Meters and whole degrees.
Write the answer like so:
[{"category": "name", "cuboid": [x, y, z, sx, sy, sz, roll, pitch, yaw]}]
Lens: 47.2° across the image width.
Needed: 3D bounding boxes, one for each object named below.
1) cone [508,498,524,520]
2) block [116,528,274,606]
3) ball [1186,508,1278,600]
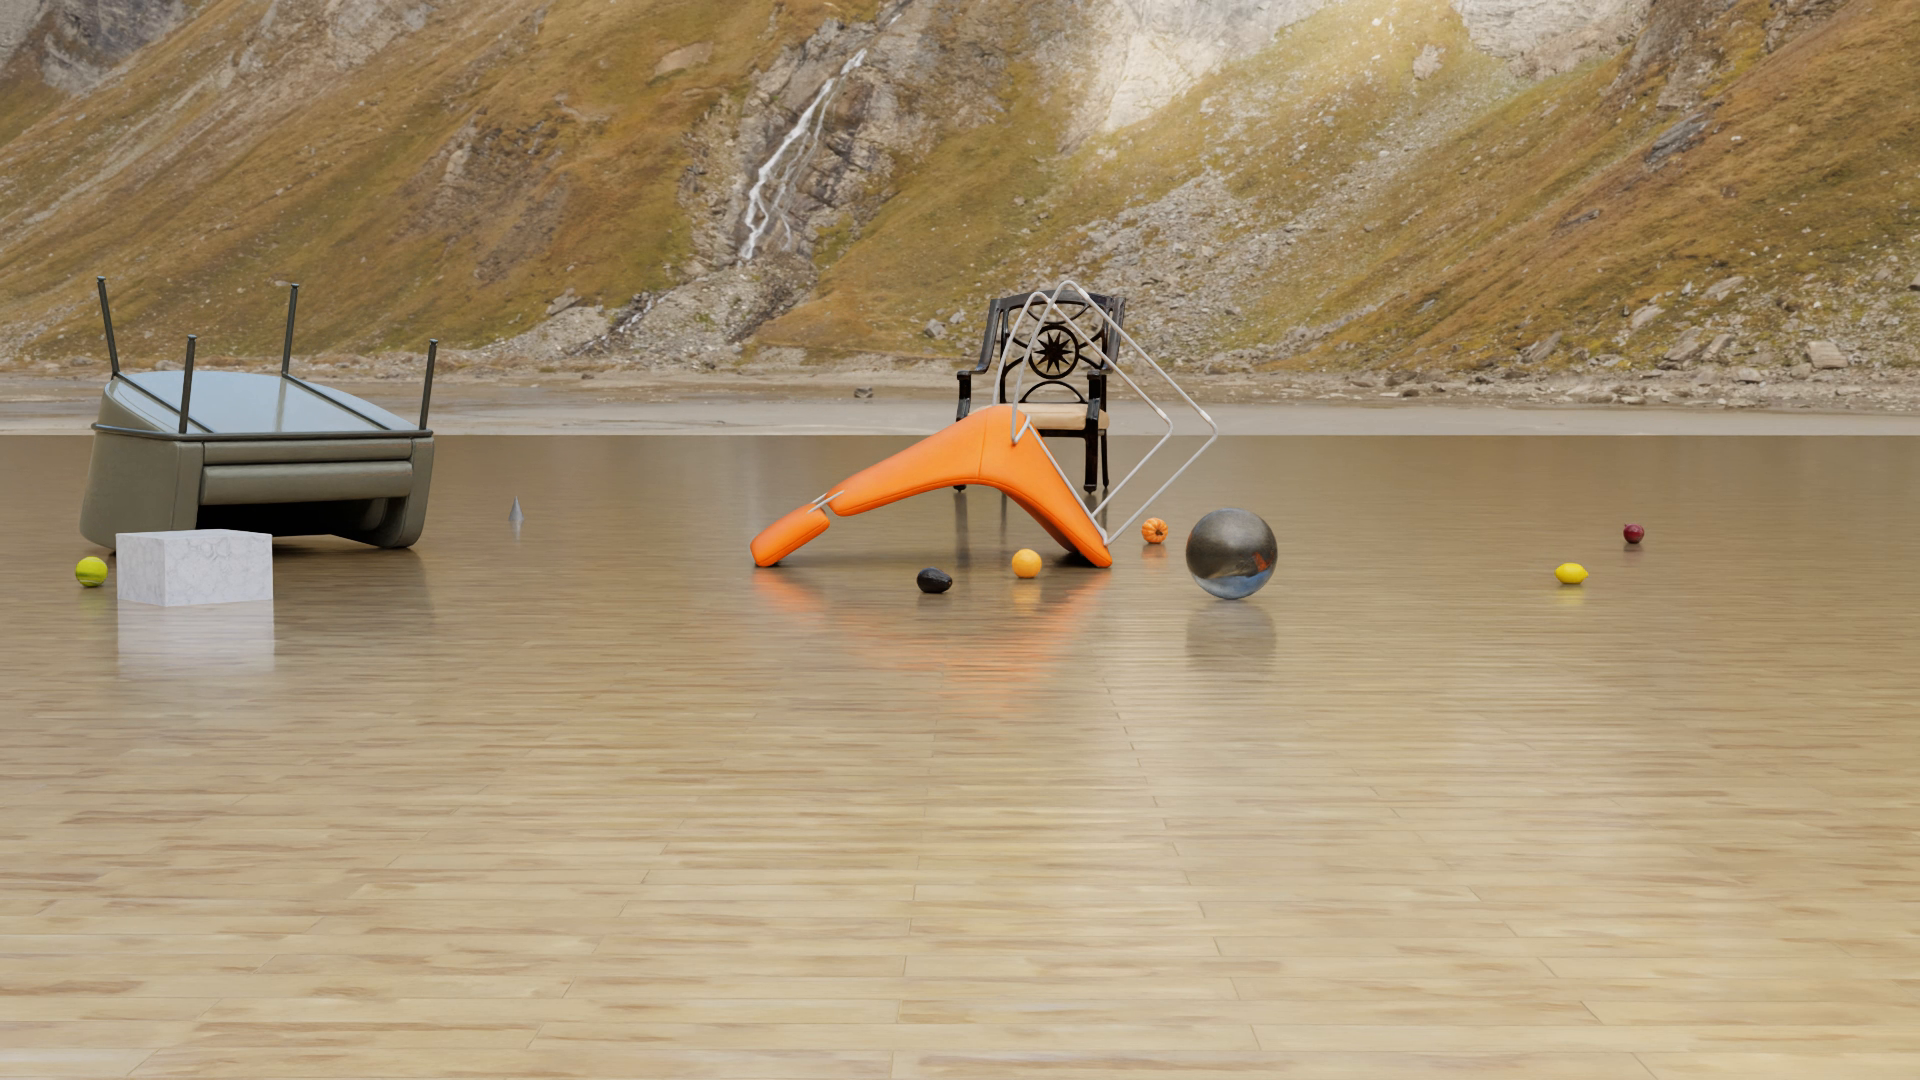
[{"category": "cone", "cuboid": [-1.523, -0.112, 7.551, 0.052, 0.087, 0.094, -2, 5, -29]}, {"category": "block", "cuboid": [-1.640, 0.056, 4.712, 0.235, 0.139, 0.245, -4, 5, -43]}, {"category": "ball", "cuboid": [0.580, 0.028, 4.696, 0.197, 0.197, 0.197, 0, 4, 0]}]
